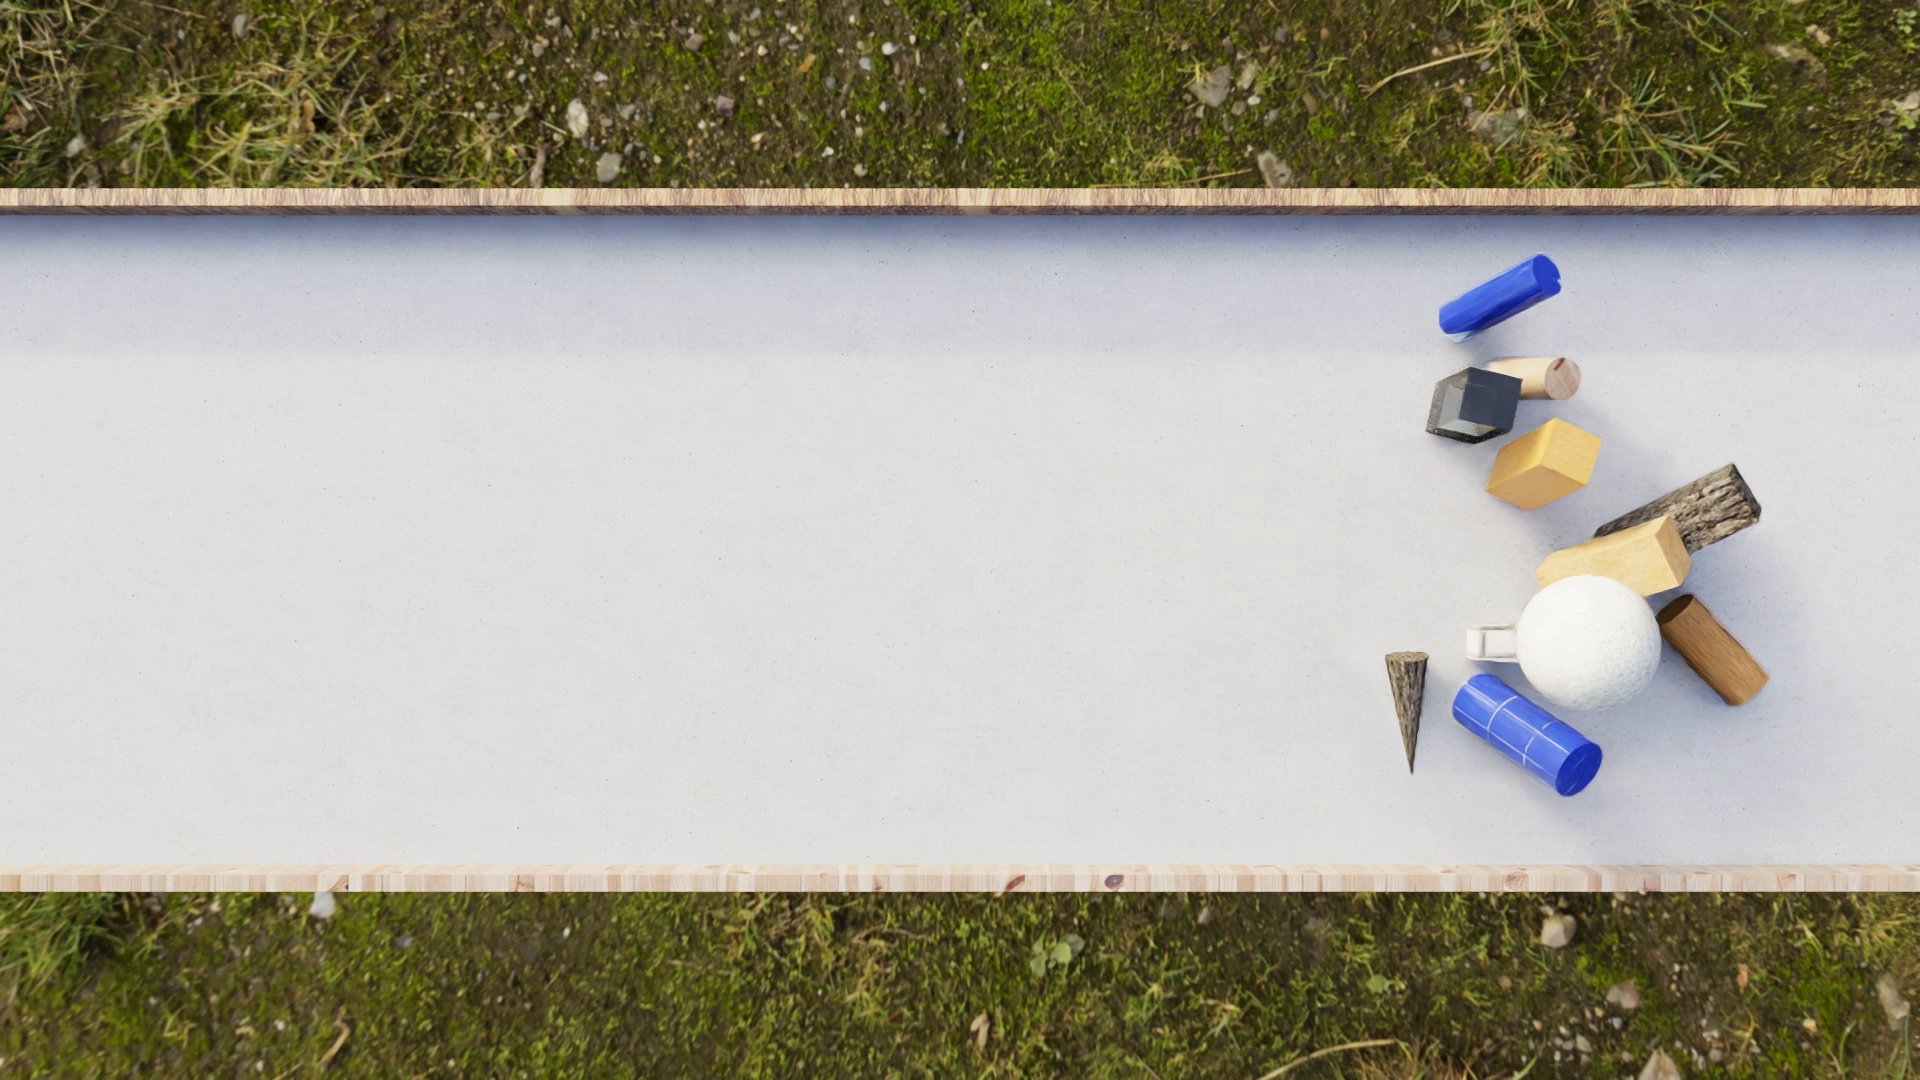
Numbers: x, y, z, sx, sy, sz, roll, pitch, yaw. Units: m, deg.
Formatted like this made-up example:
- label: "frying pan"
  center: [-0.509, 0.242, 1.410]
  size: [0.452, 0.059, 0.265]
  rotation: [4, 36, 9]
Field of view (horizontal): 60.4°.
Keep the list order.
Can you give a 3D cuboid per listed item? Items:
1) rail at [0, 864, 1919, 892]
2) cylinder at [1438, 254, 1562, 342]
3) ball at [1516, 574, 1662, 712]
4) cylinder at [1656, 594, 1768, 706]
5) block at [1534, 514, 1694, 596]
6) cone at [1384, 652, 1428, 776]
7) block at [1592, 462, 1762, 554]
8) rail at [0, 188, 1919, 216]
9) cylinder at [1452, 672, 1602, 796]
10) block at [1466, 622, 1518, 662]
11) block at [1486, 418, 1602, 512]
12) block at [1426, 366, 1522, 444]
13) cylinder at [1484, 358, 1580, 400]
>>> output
- label: "rail"
  center: [-2.247, 1.025, 5.001]
  size: [12.000, 0.150, 0.050]
  rotation: [0, 90, 0]
- label: "cylinder"
  center: [1.600, -0.713, 4.900]
  size: [0.126, 0.350, 0.126]
  rotation: [13, 65, -31]
- label: "ball"
  center: [1.782, 0.292, 4.682]
  size: [0.387, 0.387, 0.387]
  rotation: [0, 90, 0]
- label: "cylinder"
  center: [2.275, 0.333, 5.002]
  size: [0.147, 0.147, 0.332]
  rotation: [-43, 90, 0]
- label: "block"
  center: [1.919, 0.085, 4.845]
  size: [0.371, 0.163, 0.163]
  rotation: [-24, 96, 42]
- label: "cone"
  center: [1.373, 0.544, 5.045]
  size: [0.129, 0.129, 0.388]
  rotation: [-5, 99, 0]
- label: "block"
  center: [2.121, -0.043, 4.893]
  size: [0.432, 0.159, 0.159]
  rotation: [-32, 90, 33]
- label: "rail"
  center: [-2.247, -1.025, 5.002]
  size: [12.000, 0.150, 0.050]
  rotation: [0, 90, 0]
- label: "cylinder"
  center: [1.663, 0.568, 4.857]
  size: [0.177, 0.420, 0.177]
  rotation: [-14, 121, -24]
- label: "block"
  center: [1.761, 0.312, 5.021]
  size: [0.400, 0.111, 0.111]
  rotation: [1, 90, 0]
- label: "block"
  center: [1.724, -0.219, 4.888]
  size: [0.150, 0.343, 0.150]
  rotation: [24, 76, -3]
- label: "block"
  center: [1.525, -0.397, 4.910]
  size: [0.157, 0.325, 0.157]
  rotation: [14, 87, 0]
- label: "cylinder"
  center: [1.700, -0.480, 4.914]
  size: [0.123, 0.302, 0.123]
  rotation: [-2, 96, -17]
